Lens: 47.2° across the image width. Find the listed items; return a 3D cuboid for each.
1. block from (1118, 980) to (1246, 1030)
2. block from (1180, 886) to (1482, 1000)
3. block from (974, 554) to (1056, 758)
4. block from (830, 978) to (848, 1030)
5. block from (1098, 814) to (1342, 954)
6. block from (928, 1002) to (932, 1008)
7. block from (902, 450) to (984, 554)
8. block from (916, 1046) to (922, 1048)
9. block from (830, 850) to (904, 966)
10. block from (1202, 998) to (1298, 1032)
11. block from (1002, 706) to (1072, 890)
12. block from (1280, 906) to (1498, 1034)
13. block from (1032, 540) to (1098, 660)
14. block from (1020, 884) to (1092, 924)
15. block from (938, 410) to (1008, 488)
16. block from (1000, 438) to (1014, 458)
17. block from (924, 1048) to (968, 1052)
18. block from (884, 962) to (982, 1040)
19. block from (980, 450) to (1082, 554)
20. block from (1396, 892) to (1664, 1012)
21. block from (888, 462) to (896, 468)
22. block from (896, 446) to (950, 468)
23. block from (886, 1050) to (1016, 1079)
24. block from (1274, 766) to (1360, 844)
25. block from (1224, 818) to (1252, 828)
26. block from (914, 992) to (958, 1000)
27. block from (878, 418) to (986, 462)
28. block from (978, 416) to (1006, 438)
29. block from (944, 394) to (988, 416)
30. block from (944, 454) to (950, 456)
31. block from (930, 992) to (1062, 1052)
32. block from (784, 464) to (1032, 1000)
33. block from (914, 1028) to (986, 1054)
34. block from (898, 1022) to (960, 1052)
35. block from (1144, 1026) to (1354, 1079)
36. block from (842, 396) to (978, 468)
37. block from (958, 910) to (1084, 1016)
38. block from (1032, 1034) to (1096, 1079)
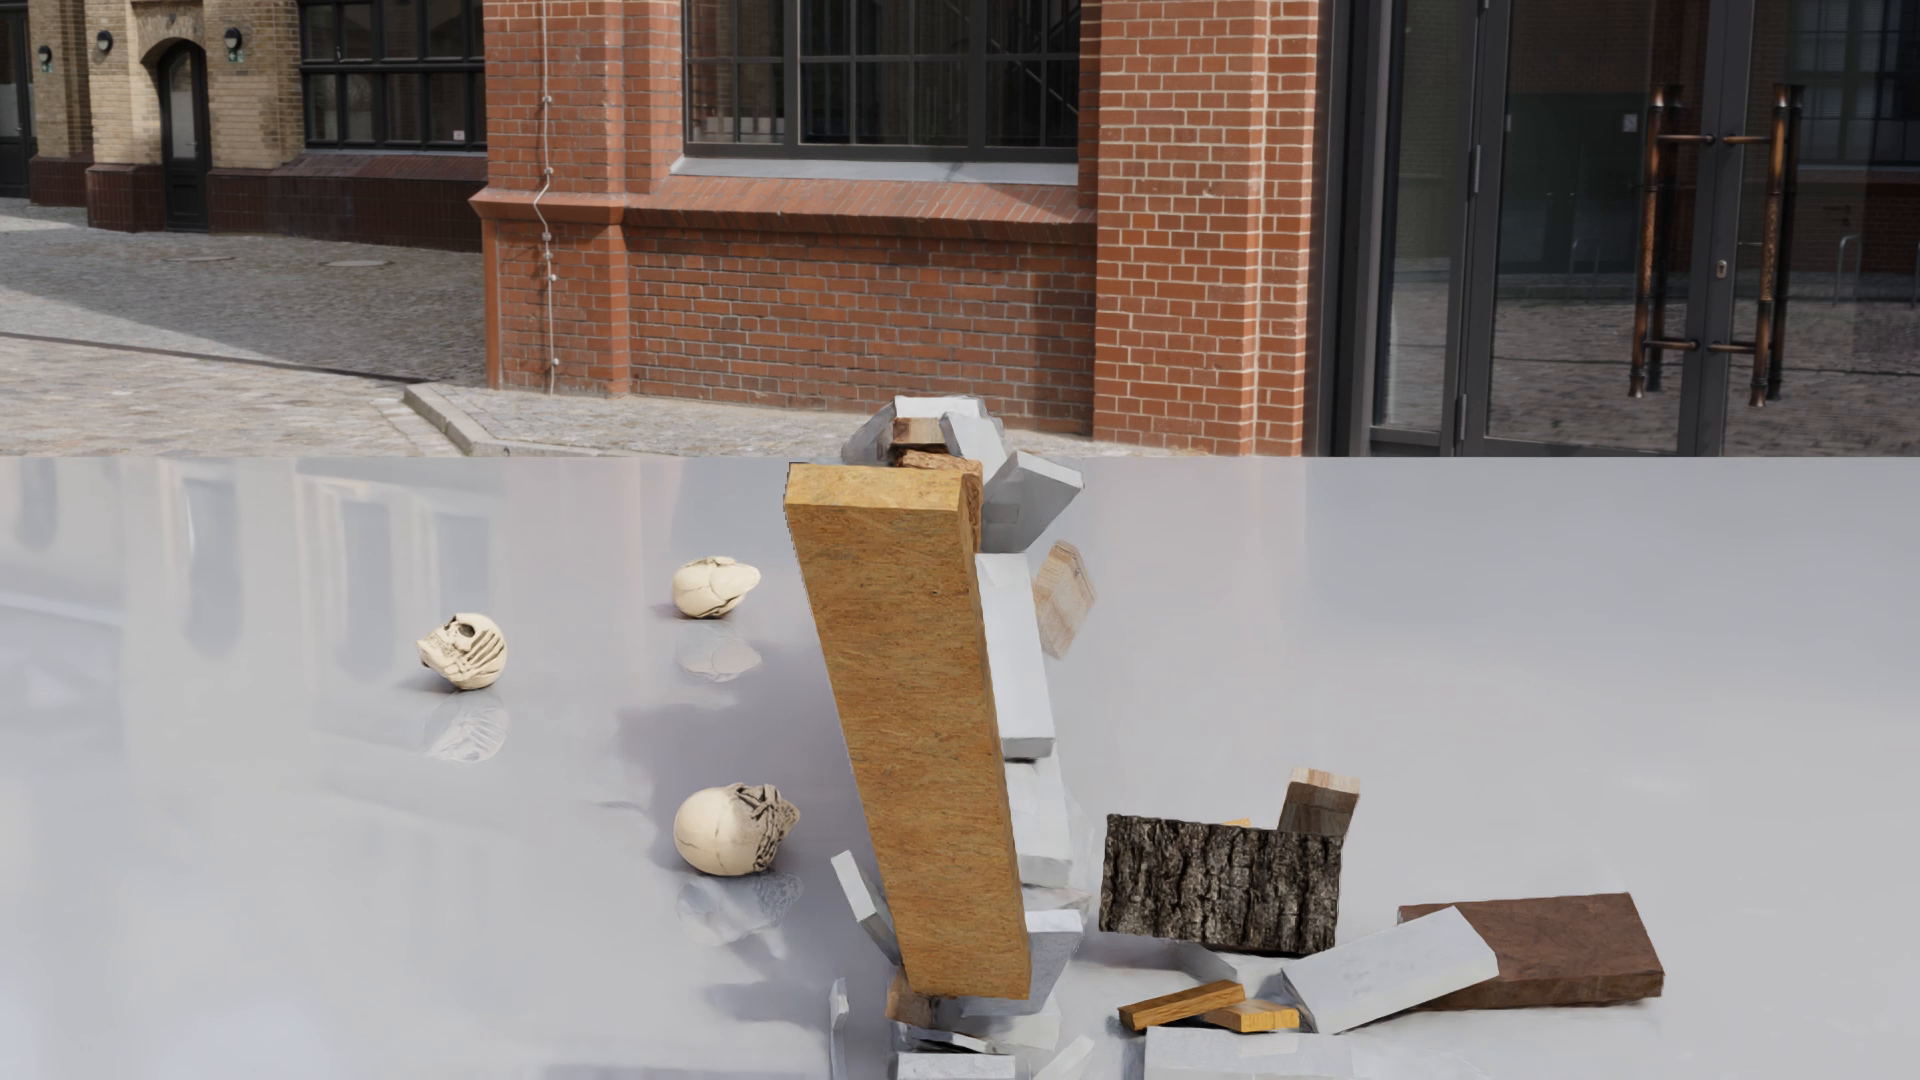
[{"bbox_3d":[0.313,0.657,3.109,0.165,0.023,0.082,-12,-4,-11],"label":"block"},{"bbox_3d":[0.605,0.618,3.385,0.512,0.049,0.174,-4,11,-23],"label":"block"},{"bbox_3d":[0.030,0.168,3.260,0.174,0.049,0.348,0,49,-8],"label":"block"},{"bbox_3d":[-0.170,0.651,3.084,0.014,0.048,0.095,-2,-25,-10],"label":"block"},{"bbox_3d":[0.389,0.514,3.288,0.347,0.174,0.049,4,-6,13],"label":"block"},{"bbox_3d":[0.002,0.609,2.894,0.048,0.014,0.095,15,5,24],"label":"block"},{"bbox_3d":[-0.028,-0.030,3.359,0.117,0.233,0.033,9,43,7],"label":"block"},{"bbox_3d":[-0.028,0.674,3.055,0.076,0.021,0.151,1,4,-4],"label":"block"},{"bbox_3d":[-0.119,0.500,2.980,0.028,0.098,0.196,-27,-31,-1],"label":"block"},{"bbox_3d":[0.404,0.664,3.076,0.082,0.023,0.165,-3,-6,-13],"label":"block"},{"bbox_3d":[0.056,0.353,3.173,0.174,0.049,0.384,9,28,-8],"label":"block"},{"bbox_3d":[0.614,0.617,3.151,0.274,0.039,0.137,-18,23,-6],"label":"block"},{"bbox_3d":[0.208,0.128,4.600,0.047,0.165,0.330,26,-12,18],"label":"block"},{"bbox_3d":[0.067,0.495,2.983,0.152,0.043,0.304,13,0,18],"label":"block"},{"bbox_3d":[0.033,-0.121,3.478,0.092,0.026,0.184,11,44,-34],"label":"block"},{"bbox_3d":[-0.007,-0.174,4.587,0.160,0.045,0.320,-11,-1,17],"label":"block"},{"bbox_3d":[-0.007,0.711,2.957,0.076,0.021,0.151,-1,10,-3],"label":"block"},{"bbox_3d":[-0.022,0.619,3.032,0.133,0.038,0.266,13,5,4],"label":"block"},{"bbox_3d":[0.075,-0.039,3.400,0.117,0.233,0.033,19,44,-26],"label":"block"},{"bbox_3d":[0.835,0.605,3.239,0.347,0.049,0.174,-3,31,0],"label":"block"},{"bbox_3d":[-0.036,-0.083,3.812,0.179,0.051,0.358,1,16,-2],"label":"block"},{"bbox_3d":[-0.060,-0.135,3.728,0.092,0.026,0.184,0,-4,-4],"label":"block"},{"bbox_3d":[-0.014,0.628,2.611,0.133,0.038,0.265,2,-13,-4],"label":"block"},{"bbox_3d":[0.540,0.476,3.435,0.104,0.350,0.029,11,49,6],"label":"block"},{"bbox_3d":[0.390,0.518,3.665,0.104,0.029,0.207,-7,-21,-31],"label":"block"},{"bbox_3d":[-0.015,0.376,2.481,0.098,0.569,0.028,5,52,7],"label":"block"},{"bbox_3d":[-0.052,-0.169,3.758,0.153,0.043,0.307,0,-3,-7],"label":"block"},{"bbox_3d":[-0.026,-0.217,4.506,0.153,0.043,0.365,-11,-1,14],"label":"block"},{"bbox_3d":[-0.054,-0.258,4.585,0.165,0.047,0.330,-11,0,11],"label":"block"},{"bbox_3d":[-0.016,-0.115,3.647,0.092,0.026,0.184,-1,-8,-12],"label":"block"},{"bbox_3d":[0.036,0.583,2.954,0.152,0.043,0.496,12,2,-3],"label":"block"},{"bbox_3d":[-0.027,0.233,2.129,0.137,0.039,0.979,3,-34,7],"label":"block"},{"bbox_3d":[-0.013,0.616,2.708,0.048,0.014,0.095,23,-18,-26],"label":"block"},{"bbox_3d":[-0.044,0.650,2.966,0.076,0.021,0.151,13,5,-8],"label":"block"},{"bbox_3d":[0.386,0.704,2.950,0.274,0.039,0.137,1,11,7],"label":"block"},{"bbox_3d":[-0.094,-0.191,3.975,0.153,0.043,0.307,1,-14,-21],"label":"block"},{"bbox_3d":[0.069,0.498,2.583,0.098,0.196,0.028,2,49,-16],"label":"block"},{"bbox_3d":[0.118,0.703,2.828,0.023,0.082,0.165,31,22,19],"label":"block"}]
